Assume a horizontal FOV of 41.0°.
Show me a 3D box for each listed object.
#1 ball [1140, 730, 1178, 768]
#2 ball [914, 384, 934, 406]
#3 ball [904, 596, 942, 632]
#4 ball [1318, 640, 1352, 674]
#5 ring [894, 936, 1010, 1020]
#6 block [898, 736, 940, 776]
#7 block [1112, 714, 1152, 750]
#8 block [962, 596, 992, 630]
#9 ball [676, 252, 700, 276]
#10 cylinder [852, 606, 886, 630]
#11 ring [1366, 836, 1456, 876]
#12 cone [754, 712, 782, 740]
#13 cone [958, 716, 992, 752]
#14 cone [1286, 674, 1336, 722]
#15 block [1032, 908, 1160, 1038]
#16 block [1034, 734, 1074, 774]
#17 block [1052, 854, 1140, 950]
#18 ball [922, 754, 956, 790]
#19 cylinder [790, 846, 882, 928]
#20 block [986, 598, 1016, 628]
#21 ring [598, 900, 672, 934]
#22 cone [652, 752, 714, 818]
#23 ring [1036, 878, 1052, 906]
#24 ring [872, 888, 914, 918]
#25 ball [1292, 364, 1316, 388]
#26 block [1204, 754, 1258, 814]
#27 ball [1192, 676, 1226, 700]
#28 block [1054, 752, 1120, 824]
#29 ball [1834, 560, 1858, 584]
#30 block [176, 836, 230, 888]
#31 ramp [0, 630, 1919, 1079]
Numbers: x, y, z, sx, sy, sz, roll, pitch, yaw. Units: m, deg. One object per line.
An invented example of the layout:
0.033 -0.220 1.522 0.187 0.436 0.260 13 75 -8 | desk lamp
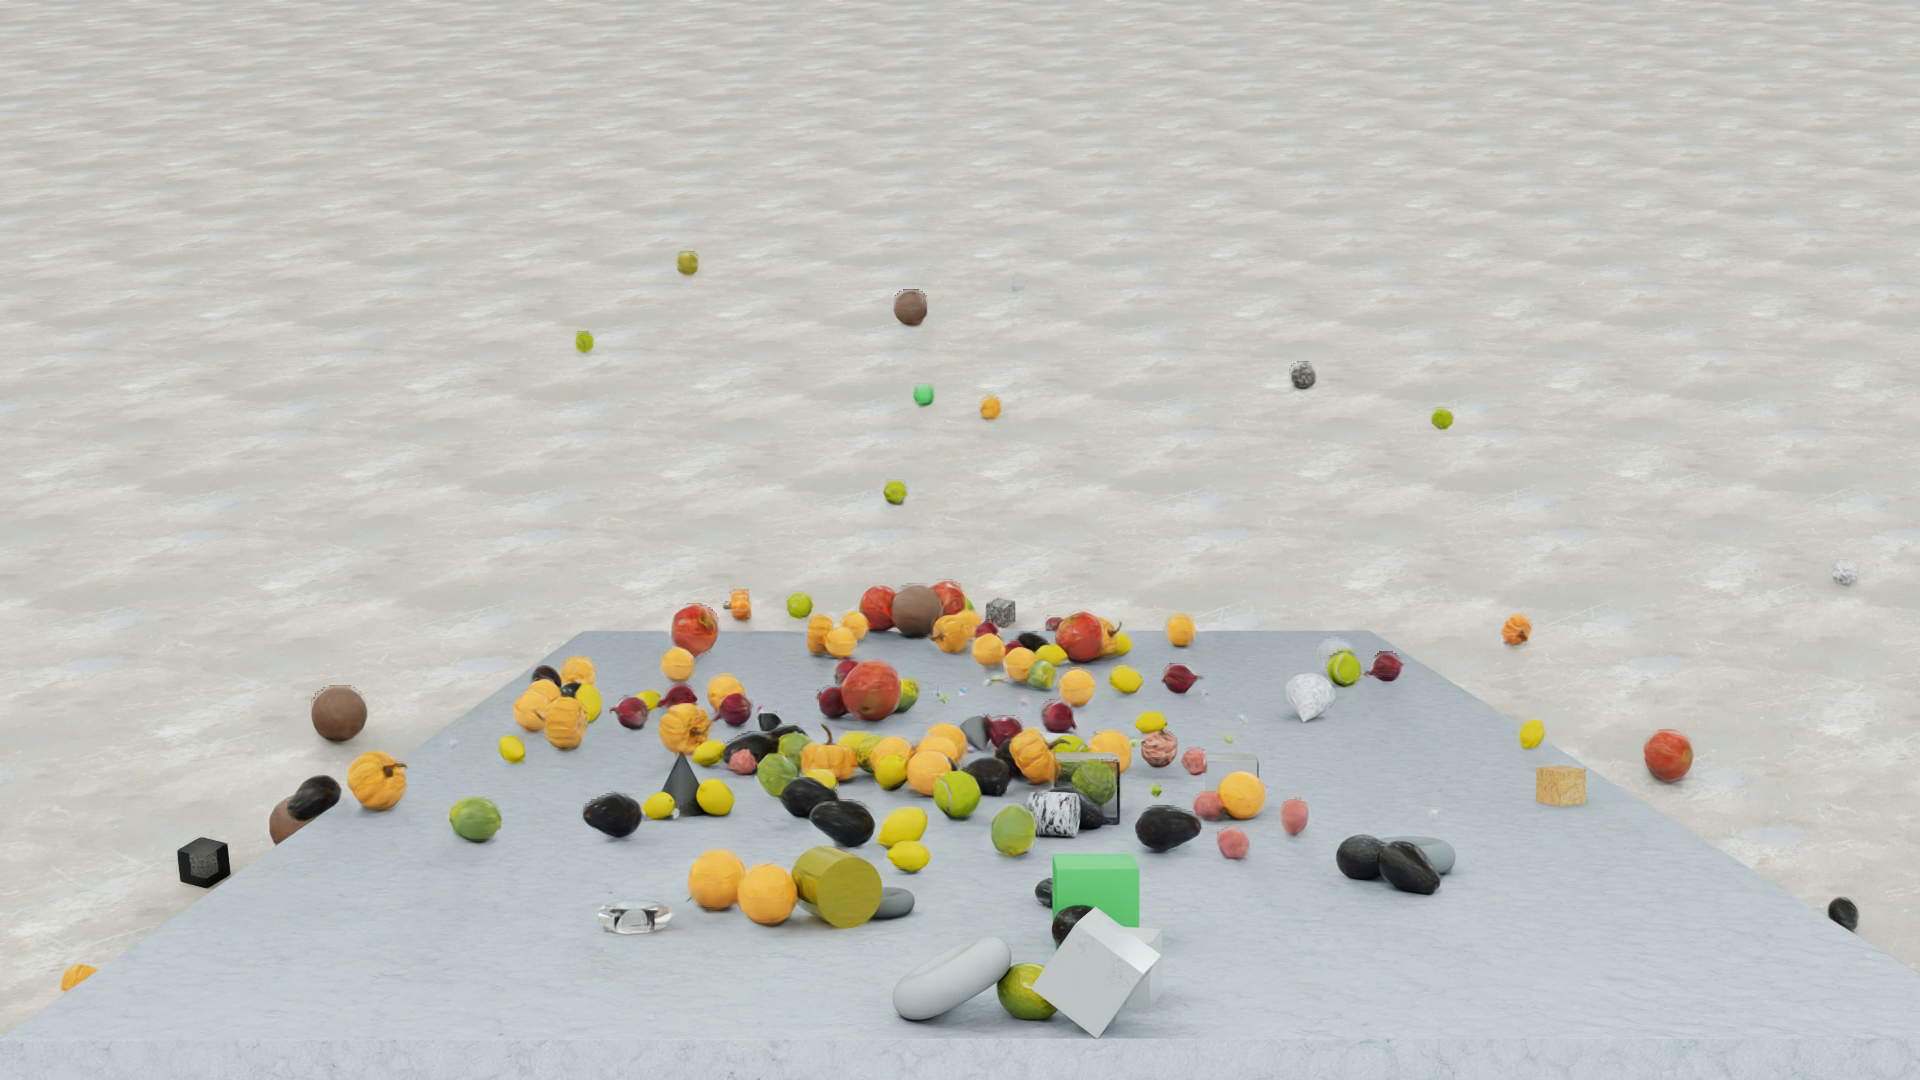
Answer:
0.331 0.348 4.277 0.061 0.061 0.061 0 19 0 | ball
-0.123 -0.494 8.766 0.070 0.070 0.070 0 19 0 | ball
-0.093 0.188 6.490 0.092 0.092 0.092 0 19 0 | ball
0.820 0.255 5.600 0.073 0.073 0.073 0 19 0 | ball
-0.008 0.448 2.628 0.132 0.044 0.132 -27 -1 -1 | ring
-0.068 0.355 4.210 0.057 0.057 0.057 -1 4 -14 | block
0.302 0.353 4.507 0.069 0.069 0.069 0 21 1 | block
0.040 0.180 6.306 0.052 0.052 0.052 33 72 11 | block
-1.118 -1.133 10.536 0.094 0.094 0.094 0 19 0 | ball
-0.238 0.220 6.702 0.069 0.069 0.069 -24 9 4 | cylinder
0.596 0.418 3.394 0.118 0.039 0.118 -1 3 0 | ring
-0.350 0.345 4.621 0.050 0.050 0.050 1 33 4 | cone
0.034 0.352 4.477 0.064 0.064 0.064 -5 31 -13 | cone
0.658 0.319 4.861 0.096 0.096 0.096 5 32 13 | cone
0.137 0.433 2.575 0.083 0.083 0.083 36 13 12 | block
0.156 0.353 4.233 0.058 0.058 0.058 0 4 -7 | block
0.156 0.418 2.966 0.094 0.094 0.094 0 4 -1 | block
-0.033 0.366 4.054 0.056 0.056 0.056 0 19 0 | ball
-0.149 0.415 3.078 0.085 0.085 0.085 -10 8 -25 | cylinder
0.108 0.194 6.836 0.058 0.058 0.058 12 23 30 | block
-0.385 0.446 3.040 0.088 0.029 0.088 1 2 0 | ring
-0.417 0.361 3.846 0.094 0.094 0.094 0 4 0 | cone
0.136 0.437 3.180 0.086 0.029 0.086 1 3 0 | ring
-0.094 0.442 3.124 0.078 0.026 0.078 -4 5 0 | ring
1.200 -0.572 8.958 0.088 0.088 0.088 0 19 0 | ball
0.409 0.366 3.867 0.078 0.078 0.078 0 4 5 | block
0.504 0.310 5.196 0.070 0.070 0.070 0 19 0 | ball
0.187 0.365 3.778 0.092 0.092 0.092 0 4 0 | block
2.456 0.090 7.118 0.066 0.066 0.066 0 19 0 | ball
-1.600 0.682 5.430 0.073 0.073 0.073 9 22 25 | block
0.046 0.412 4.536 2.000 0.100 4.000 0 4 0 | ramp
